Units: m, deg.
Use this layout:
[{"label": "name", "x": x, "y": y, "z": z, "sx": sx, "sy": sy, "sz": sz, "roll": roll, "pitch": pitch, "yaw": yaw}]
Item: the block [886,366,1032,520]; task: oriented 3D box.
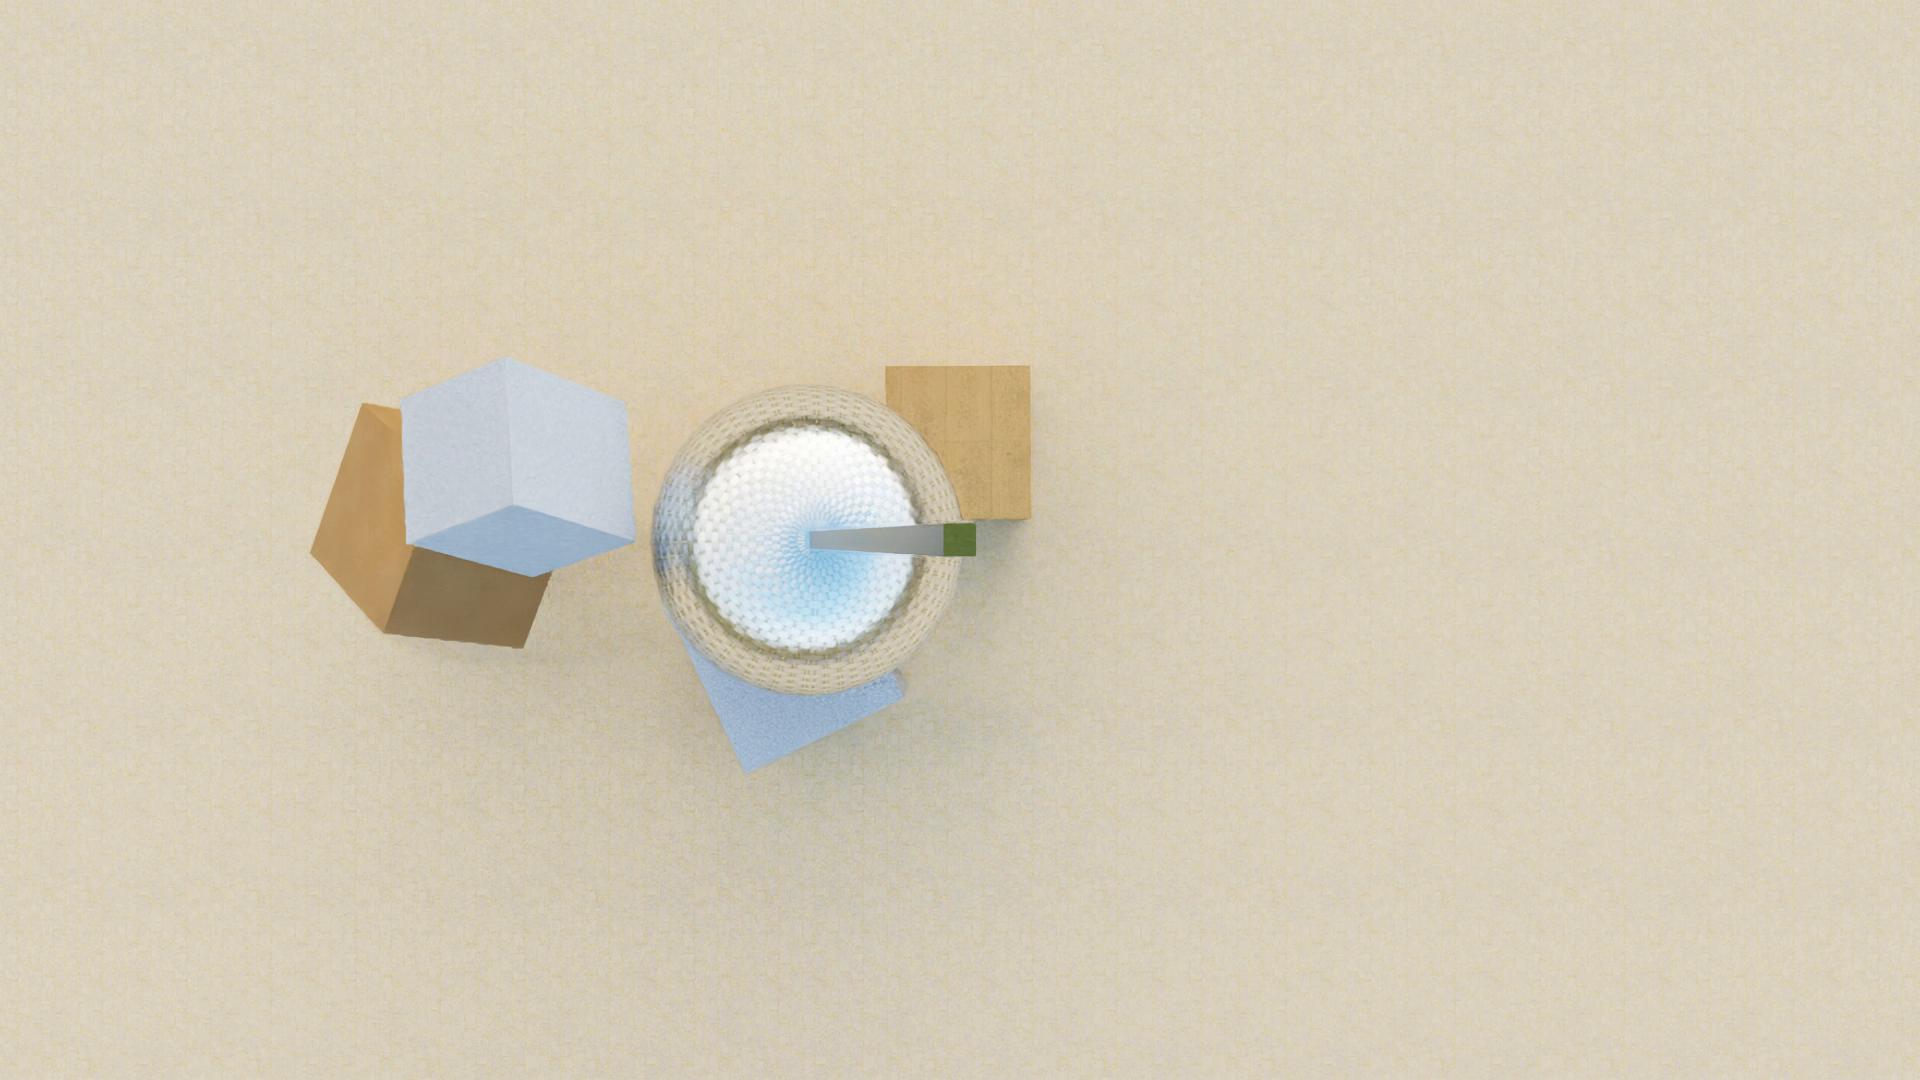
[{"label": "block", "x": -0.010, "y": -0.543, "z": 12.623, "sx": 0.808, "sy": 0.753, "sz": 0.854, "roll": 0, "pitch": 90, "yaw": 0}]

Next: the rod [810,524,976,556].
[{"label": "rod", "x": -0.338, "y": 0.000, "z": 7.872, "sx": 0.080, "sy": 5.200, "sz": 0.080, "roll": 0, "pitch": 90, "yaw": -7}]

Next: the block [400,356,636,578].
[{"label": "block", "x": -2.262, "y": -0.354, "z": 11.286, "sx": 0.728, "sy": 0.902, "sz": 0.779, "roll": -17, "pitch": 69, "yaw": 29}]

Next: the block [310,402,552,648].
[{"label": "block", "x": -2.877, "y": -0.076, "z": 12.247, "sx": 1.001, "sy": 0.879, "sz": 0.931, "roll": 36, "pitch": 108, "yaw": 43}]

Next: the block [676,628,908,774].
[{"label": "block", "x": -0.954, "y": 0.629, "z": 12.530, "sx": 0.962, "sy": 0.941, "sz": 0.989, "roll": -25, "pitch": 90, "yaw": 0}]

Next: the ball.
[{"label": "ball", "x": -0.780, "y": 0.000, "z": 11.243, "sx": 1.600, "sy": 1.600, "sz": 1.600, "roll": 0, "pitch": 90, "yaw": 0}]
